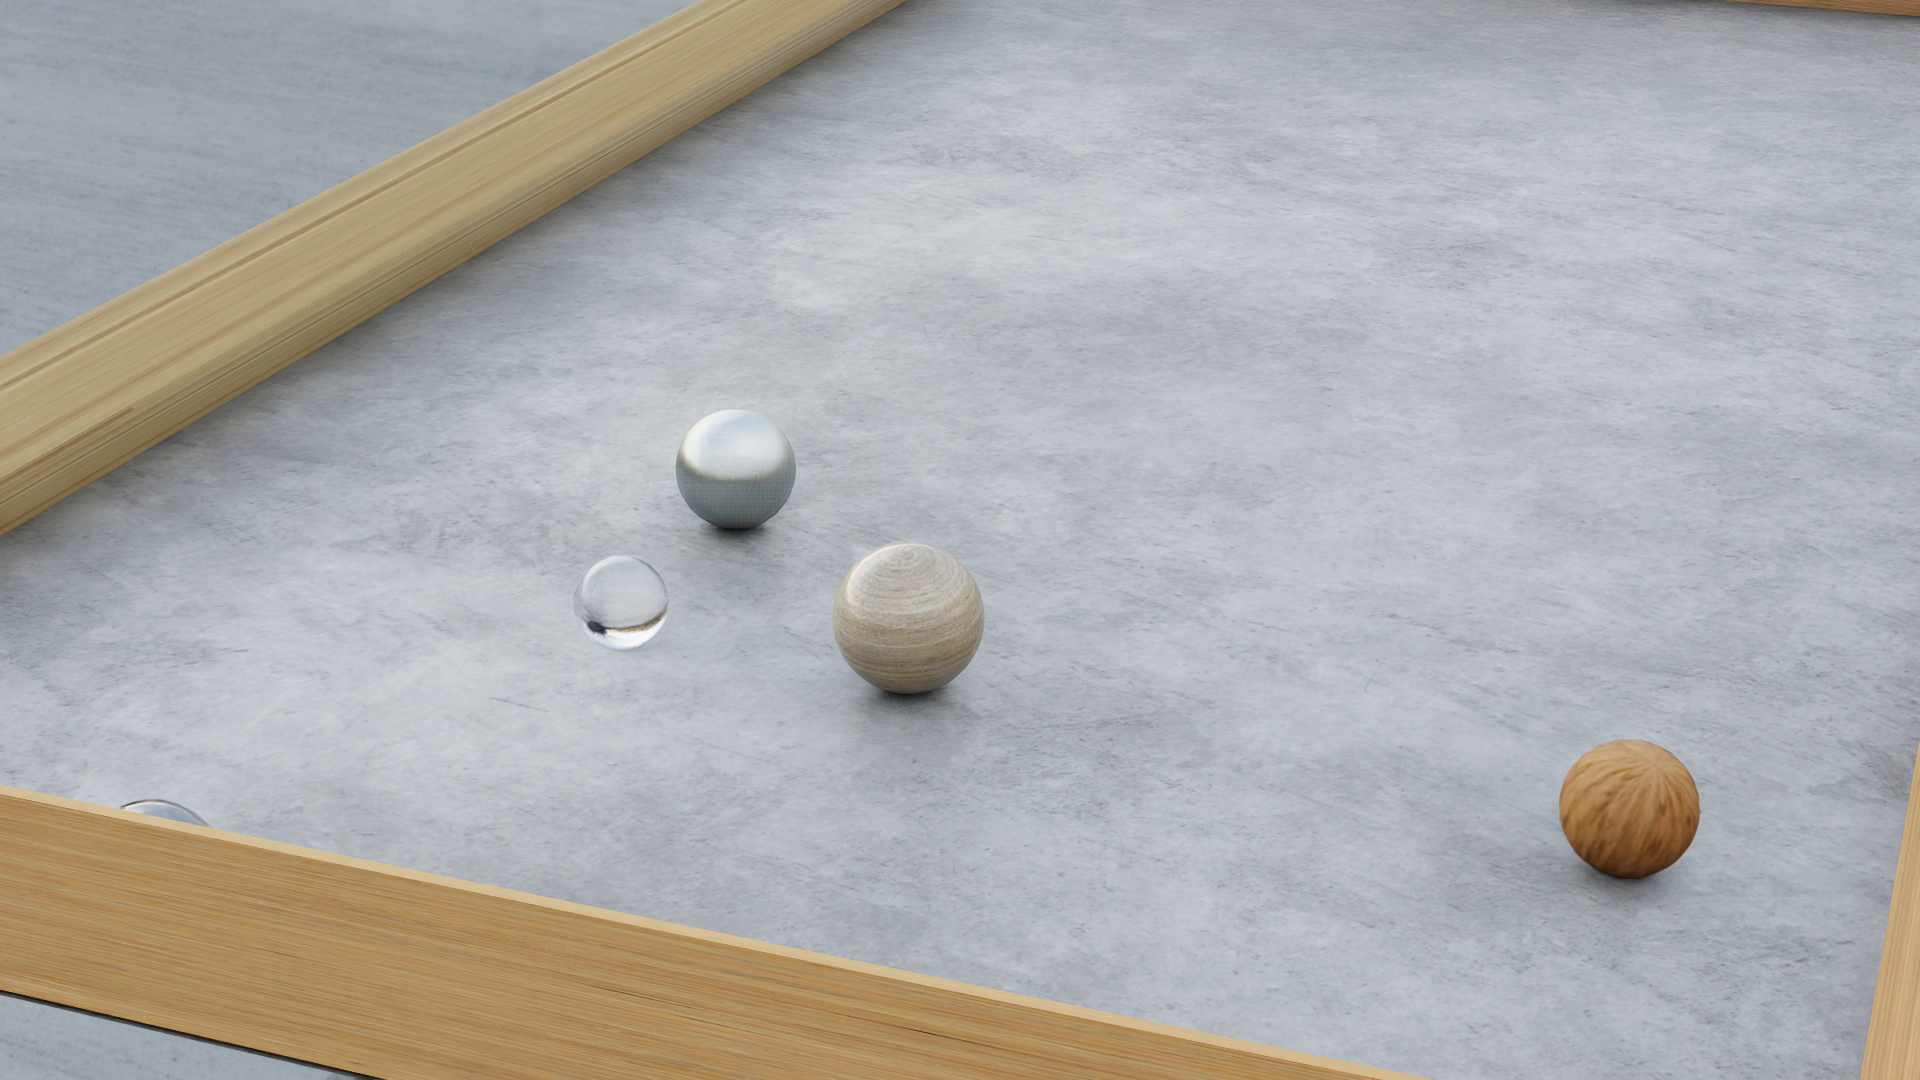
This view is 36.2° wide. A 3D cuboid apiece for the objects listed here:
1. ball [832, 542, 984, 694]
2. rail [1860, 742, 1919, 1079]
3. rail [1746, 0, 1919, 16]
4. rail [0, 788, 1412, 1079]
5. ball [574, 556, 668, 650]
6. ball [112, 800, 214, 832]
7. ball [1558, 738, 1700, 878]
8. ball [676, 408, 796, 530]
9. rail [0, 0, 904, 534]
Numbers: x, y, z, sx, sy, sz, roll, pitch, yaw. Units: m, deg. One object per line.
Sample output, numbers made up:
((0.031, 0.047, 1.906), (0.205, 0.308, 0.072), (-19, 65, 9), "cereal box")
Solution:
((-0.032, 0.048, 1.828), (0.095, 0.095, 0.095), (0, 24, 0), "ball")
((0.826, -0.169, 2.285), (0.045, 0.123, 2.552), (9, 25, 19), "rail")
((0.672, -0.733, 3.565), (1.330, 0.123, 0.045), (9, 25, 19), "rail")
((-0.218, 0.210, 1.422), (1.330, 0.123, 0.045), (9, 25, 19), "rail")
((-0.218, 0.040, 1.888), (0.061, 0.061, 0.061), (0, 24, 0), "ball")
((-0.429, 0.176, 1.559), (0.077, 0.077, 0.077), (0, 24, 0), "ball")
((0.370, 0.148, 1.624), (0.076, 0.076, 0.076), (0, 24, 0), "ball")
((-0.157, -0.050, 2.063), (0.085, 0.085, 0.085), (0, 24, 0), "ball")
((-0.373, -0.353, 2.702), (0.045, 0.123, 2.552), (9, 25, 19), "rail")
